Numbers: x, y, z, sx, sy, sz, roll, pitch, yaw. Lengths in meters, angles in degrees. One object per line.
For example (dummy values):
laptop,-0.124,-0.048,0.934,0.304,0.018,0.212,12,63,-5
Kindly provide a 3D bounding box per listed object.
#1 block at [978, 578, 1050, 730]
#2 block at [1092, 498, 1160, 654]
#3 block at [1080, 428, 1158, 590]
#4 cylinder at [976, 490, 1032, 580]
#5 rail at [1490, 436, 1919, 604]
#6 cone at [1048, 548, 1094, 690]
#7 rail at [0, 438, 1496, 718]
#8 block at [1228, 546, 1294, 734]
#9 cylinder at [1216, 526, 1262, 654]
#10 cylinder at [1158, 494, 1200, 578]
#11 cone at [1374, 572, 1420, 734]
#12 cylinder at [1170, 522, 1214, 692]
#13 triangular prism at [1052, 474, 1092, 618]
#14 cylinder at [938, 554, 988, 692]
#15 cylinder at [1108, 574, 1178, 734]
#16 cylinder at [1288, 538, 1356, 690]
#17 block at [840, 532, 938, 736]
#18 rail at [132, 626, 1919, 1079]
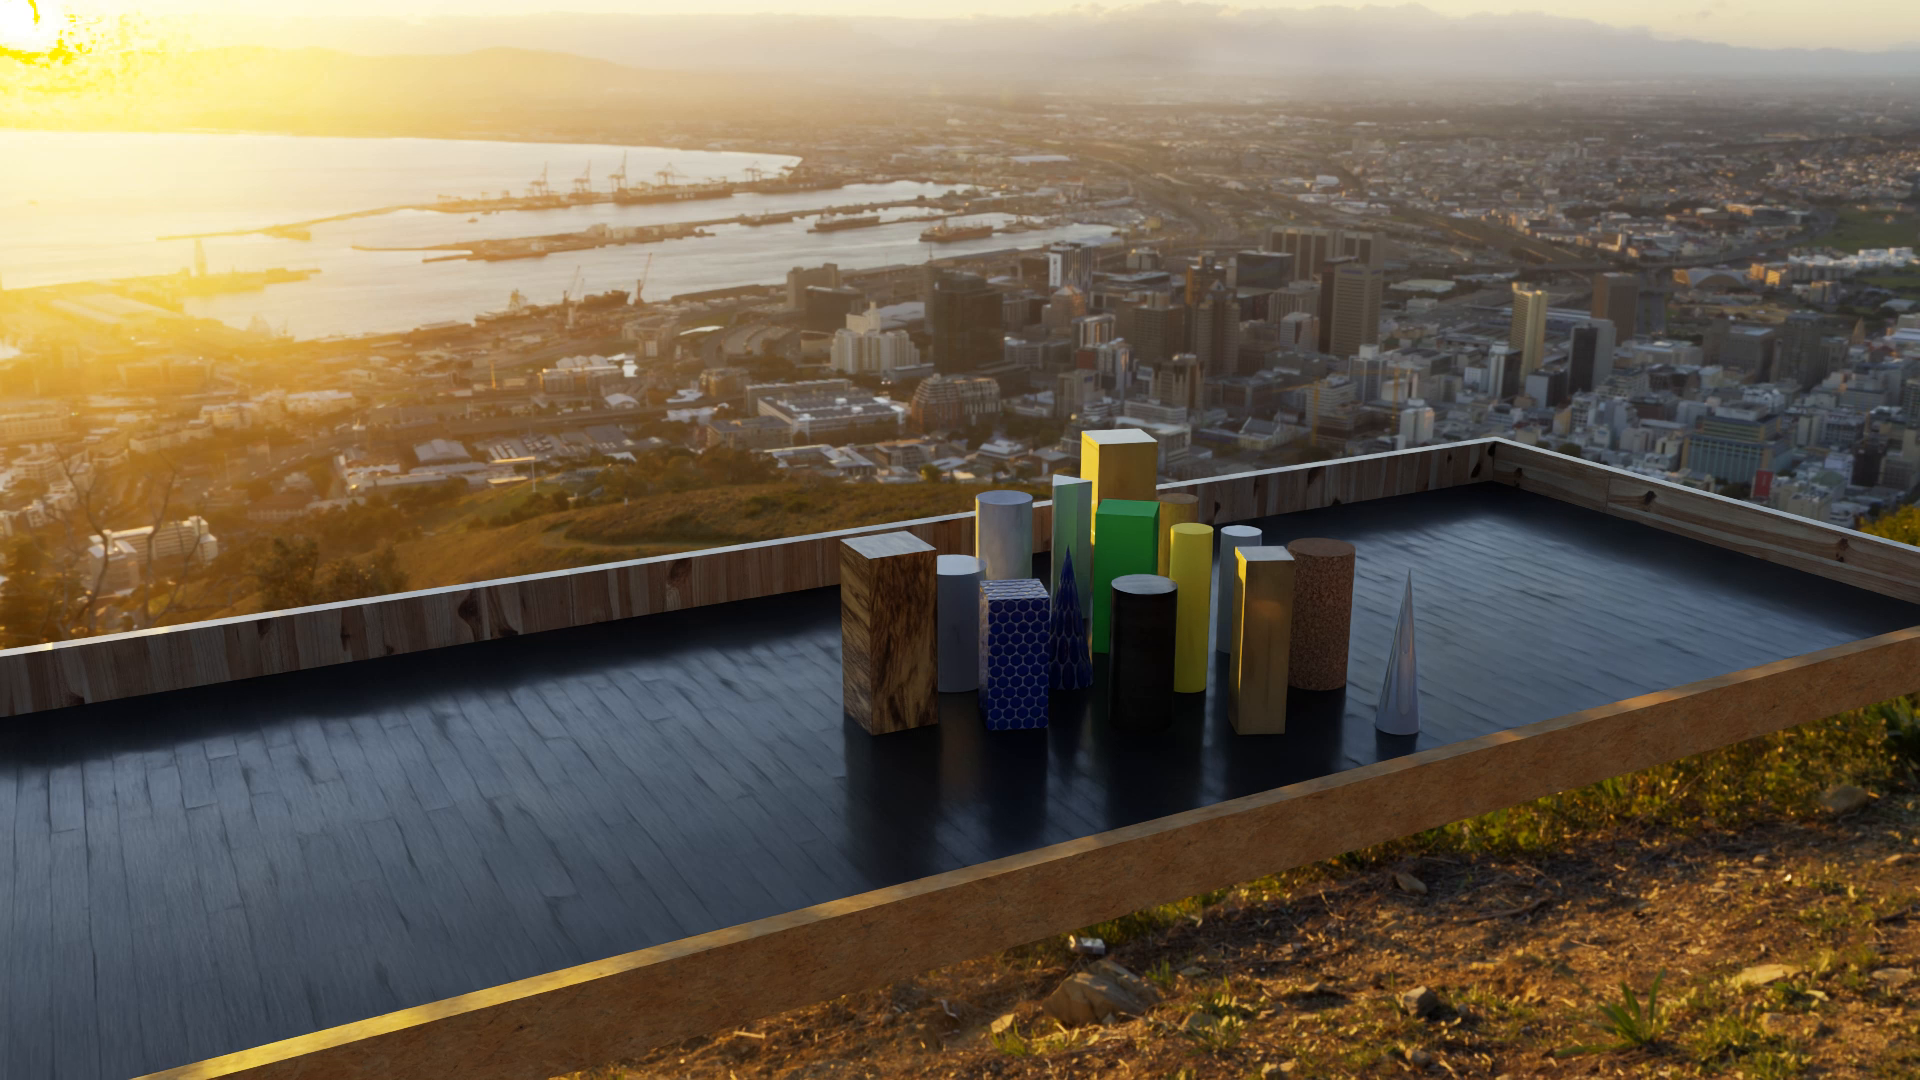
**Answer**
block,0.126,0.268,3.875,0.142,0.320,0.142,-2,17,-7
block,0.437,0.098,4.349,0.151,0.380,0.151,4,17,12
block,0.464,-0.088,4.860,0.176,0.447,0.176,-3,17,-11
cylinder,0.116,0.083,4.354,0.149,0.405,0.149,0,16,0
rail,2.466,-0.048,5.253,0.050,0.150,2.100,-9,18,-27
cone,0.266,0.180,4.109,0.144,0.357,0.144,0,16,0
rail,-3.305,0.497,3.399,12.000,0.150,0.050,-9,18,-27
block,0.695,0.232,3.817,0.111,0.421,0.111,-1,16,-3
cylinder,0.732,0.131,4.337,0.105,0.323,0.105,0,16,0
cylinder,0.598,0.051,4.573,0.114,0.344,0.114,0,16,0
cone,1.026,0.248,3.813,0.103,0.393,0.103,0,16,0
cylinder,0.564,0.168,4.062,0.103,0.407,0.103,0,16,0
triangular prism,0.285,0.021,4.584,0.122,0.394,0.106,-8,18,-24
cylinder,-0.018,0.207,4.113,0.171,0.304,0.171,0,16,0
cylinder,0.426,0.264,3.855,0.153,0.339,0.153,0,16,0
cylinder,0.892,0.184,4.115,0.164,0.347,0.164,0,16,0
block,-0.166,0.216,3.863,0.170,0.428,0.170,-8,18,-25
rail,-2.336,1.006,1.665,12.000,0.150,0.050,-9,18,-27
